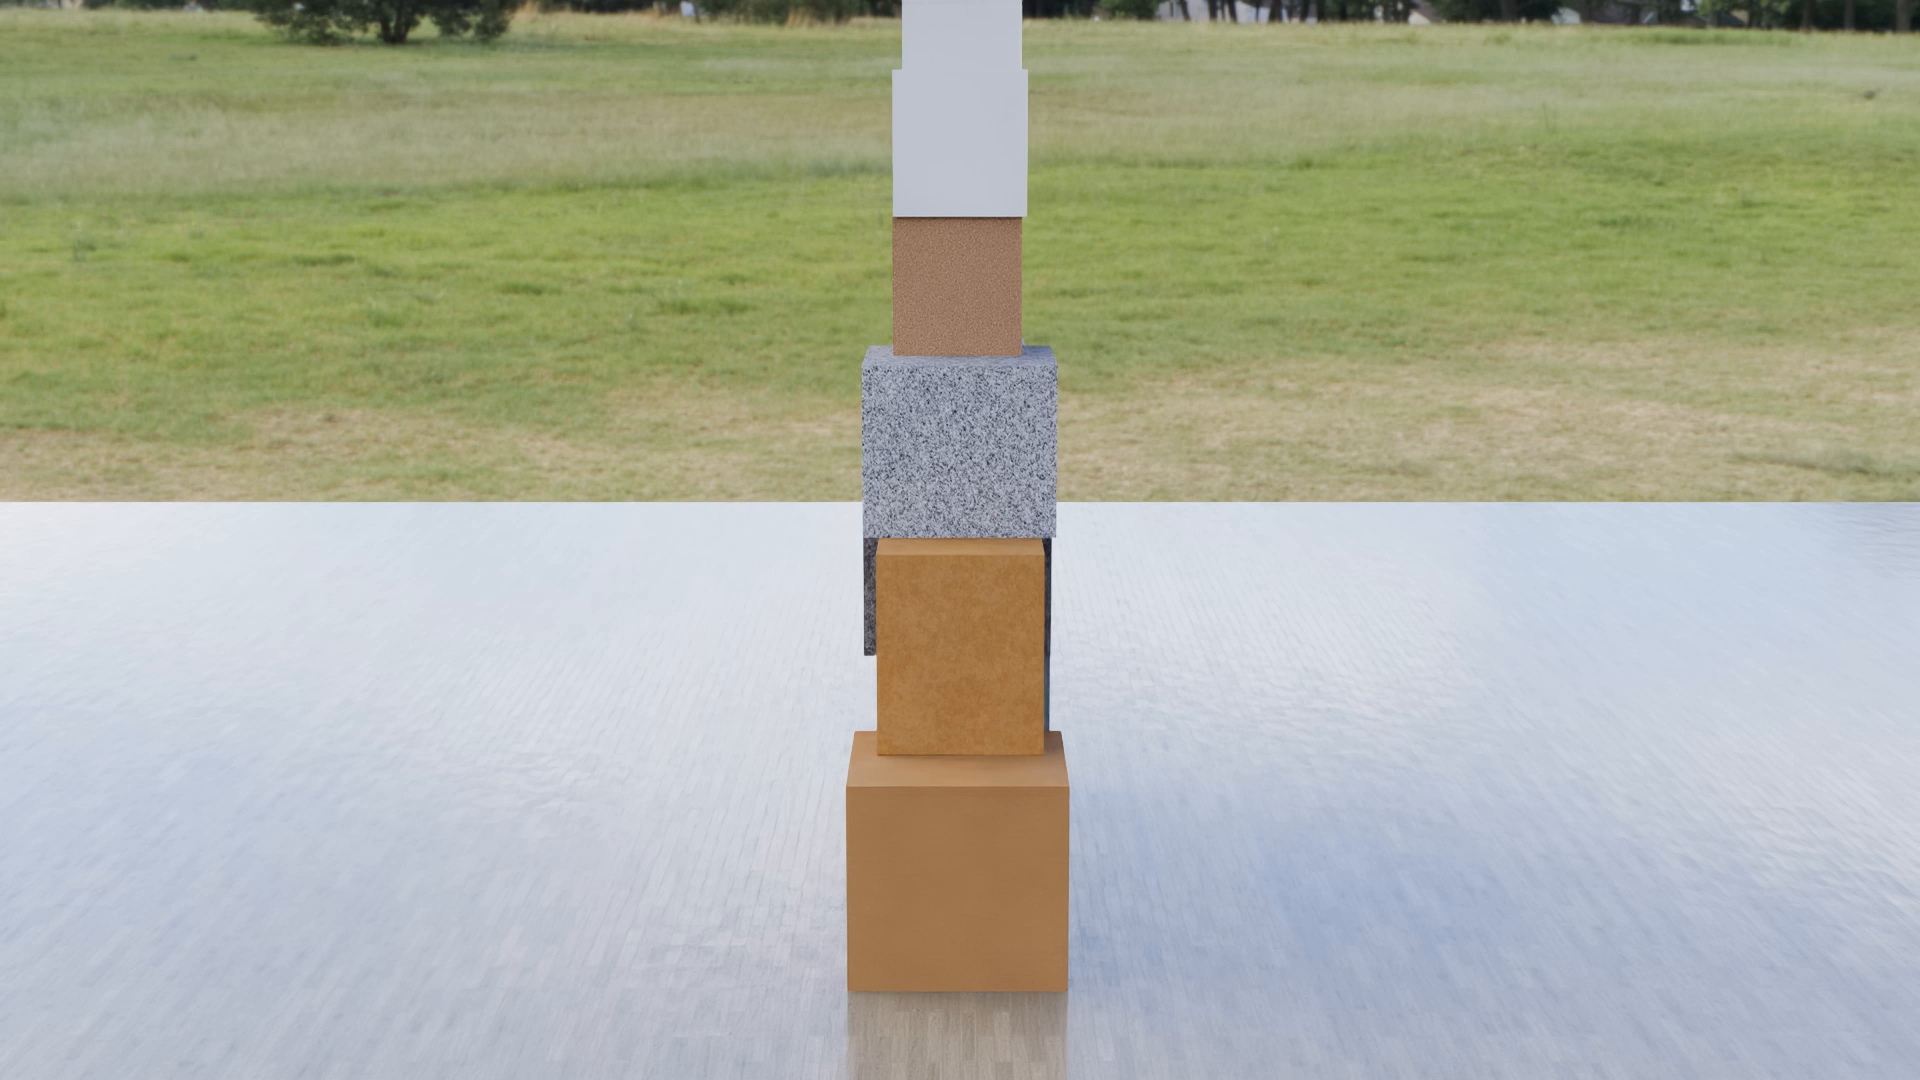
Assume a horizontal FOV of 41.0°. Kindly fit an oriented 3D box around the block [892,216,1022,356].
[{"bbox_3d":[-0.011,-1.108,10.996,0.539,0.582,0.558,0,10,0],"label":"block"}]

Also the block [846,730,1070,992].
[{"bbox_3d":[-0.009,1.270,10.289,0.856,0.820,0.844,0,10,0],"label":"block"}]

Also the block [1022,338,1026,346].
[{"bbox_3d":[0.001,-0.628,11.510,0.583,0.505,0.500,0,10,0],"label":"block"}]

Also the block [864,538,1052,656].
[{"bbox_3d":[-0.011,0.013,11.852,0.840,0.878,0.842,0,10,0],"label":"block"}]

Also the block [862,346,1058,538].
[{"bbox_3d":[-0.002,-0.428,10.856,0.793,0.706,0.851,0,10,0],"label":"block"}]

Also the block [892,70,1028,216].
[{"bbox_3d":[0.000,-1.690,10.892,0.556,0.601,0.601,0,10,0],"label":"block"}]

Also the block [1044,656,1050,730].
[{"bbox_3d":[0.016,0.821,12.457,0.810,0.928,0.834,0,10,0],"label":"block"}]

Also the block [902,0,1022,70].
[{"bbox_3d":[0.009,-2.199,10.801,0.493,0.434,0.502,0,10,0],"label":"block"}]

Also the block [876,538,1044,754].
[{"bbox_3d":[0.001,0.402,10.498,0.665,0.811,0.665,0,10,0],"label":"block"}]
